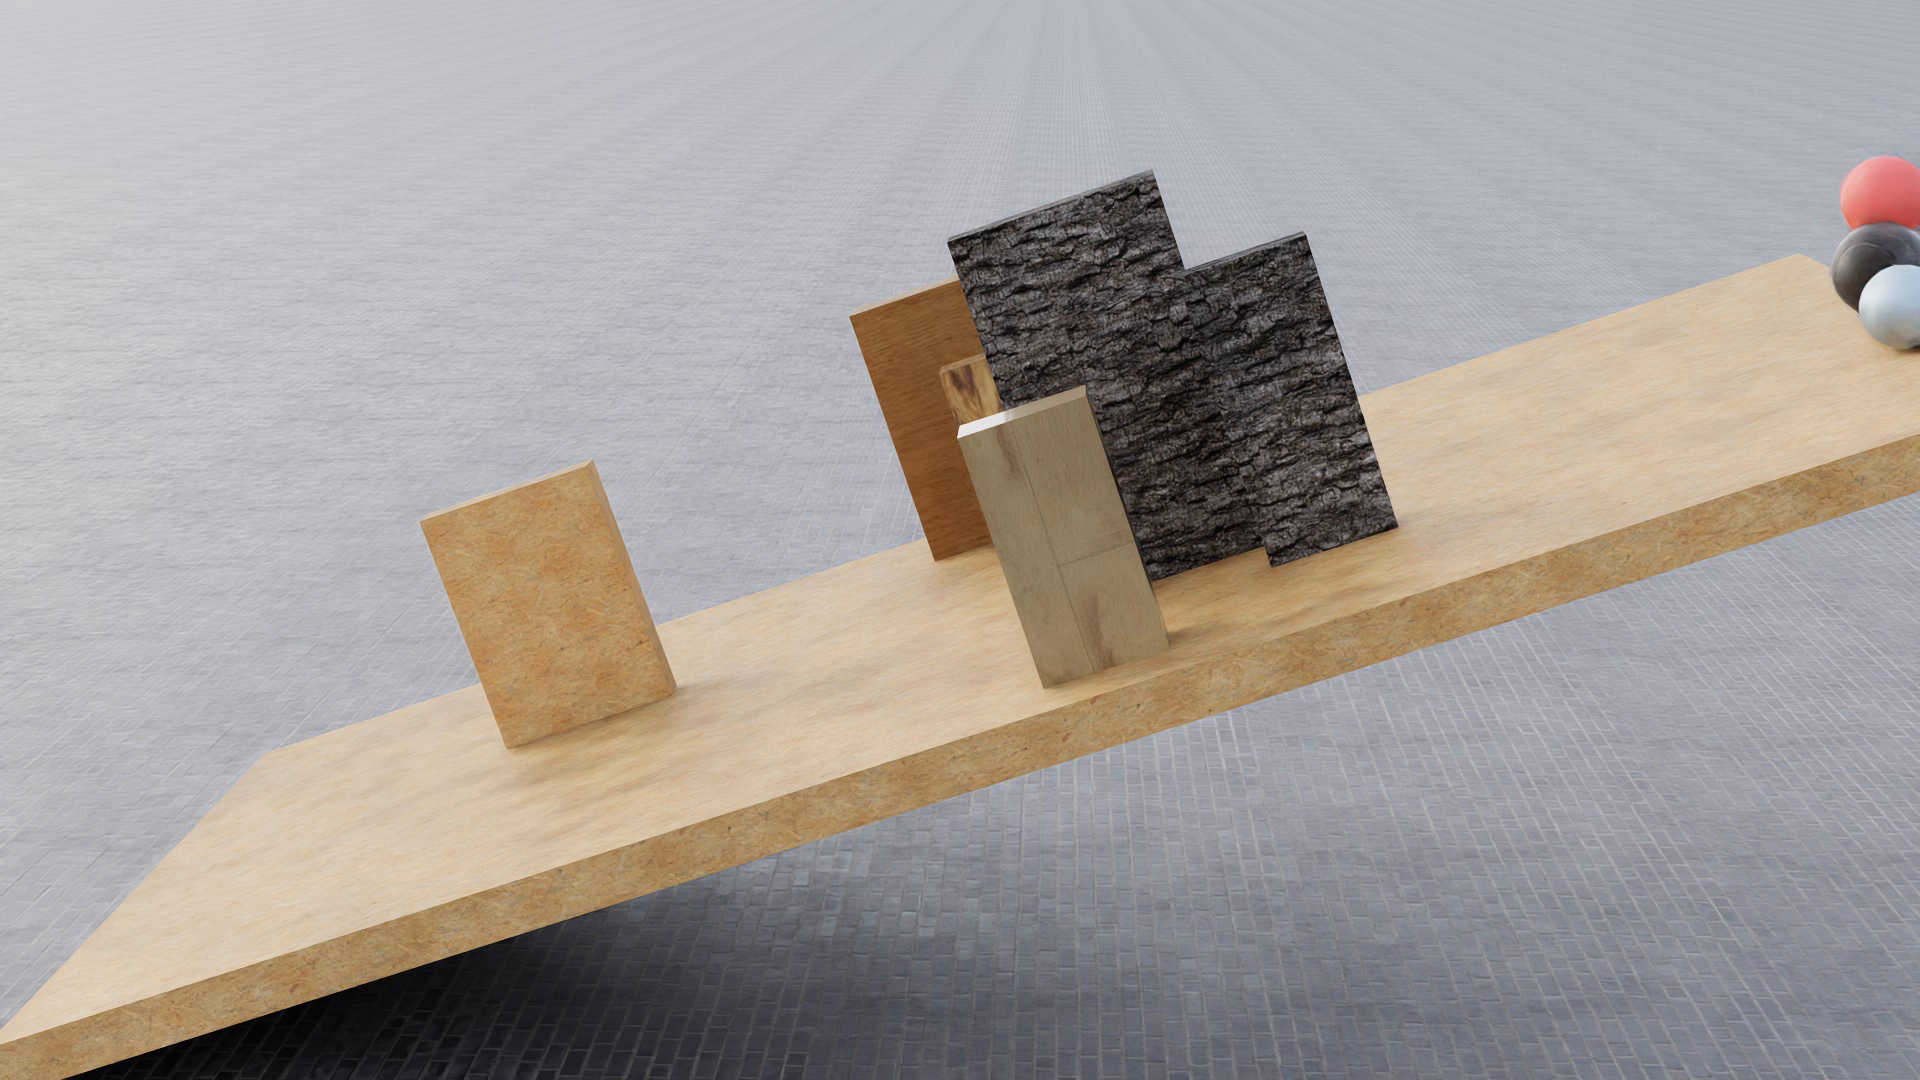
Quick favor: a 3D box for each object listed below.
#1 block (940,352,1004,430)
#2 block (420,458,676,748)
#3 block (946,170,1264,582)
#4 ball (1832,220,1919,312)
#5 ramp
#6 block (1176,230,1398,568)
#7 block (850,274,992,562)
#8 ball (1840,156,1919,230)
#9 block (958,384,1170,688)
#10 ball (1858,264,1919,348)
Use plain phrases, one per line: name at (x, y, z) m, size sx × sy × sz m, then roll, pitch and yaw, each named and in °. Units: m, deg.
block at (0.162, -0.216, 6.687) m, size 0.284 × 0.457 × 0.109 m, roll -18°, pitch 11°, yaw 6°
block at (-0.910, 0.143, 6.520) m, size 0.391 × 0.544 × 0.094 m, roll -18°, pitch 11°, yaw 6°
block at (0.308, -0.305, 5.981) m, size 0.434 × 0.791 × 0.097 m, roll -18°, pitch 11°, yaw 6°
ball at (1.907, -0.561, 6.087) m, size 0.199 × 0.199 × 0.199 m, roll 0°, pitch 12°, yaw 0°
ramp at (0.107, 0.180, 6.305) m, size 4.000 × 0.100 × 2.000 m, roll -18°, pitch 11°, yaw 6°
block at (0.640, -0.274, 5.756) m, size 0.260 × 0.604 × 0.082 m, roll -18°, pitch 11°, yaw 6°
block at (0.014, -0.303, 6.953) m, size 0.360 × 0.616 × 0.132 m, roll -18°, pitch 11°, yaw 6°
ball at (1.945, -0.717, 6.187) m, size 0.181 × 0.181 × 0.181 m, roll 0°, pitch 12°, yaw 0°
block at (0.195, -0.006, 5.474) m, size 0.247 × 0.499 × 0.132 m, roll -18°, pitch 11°, yaw 6°
ball at (1.848, -0.457, 5.762) m, size 0.165 × 0.165 × 0.165 m, roll 0°, pitch 12°, yaw 0°
